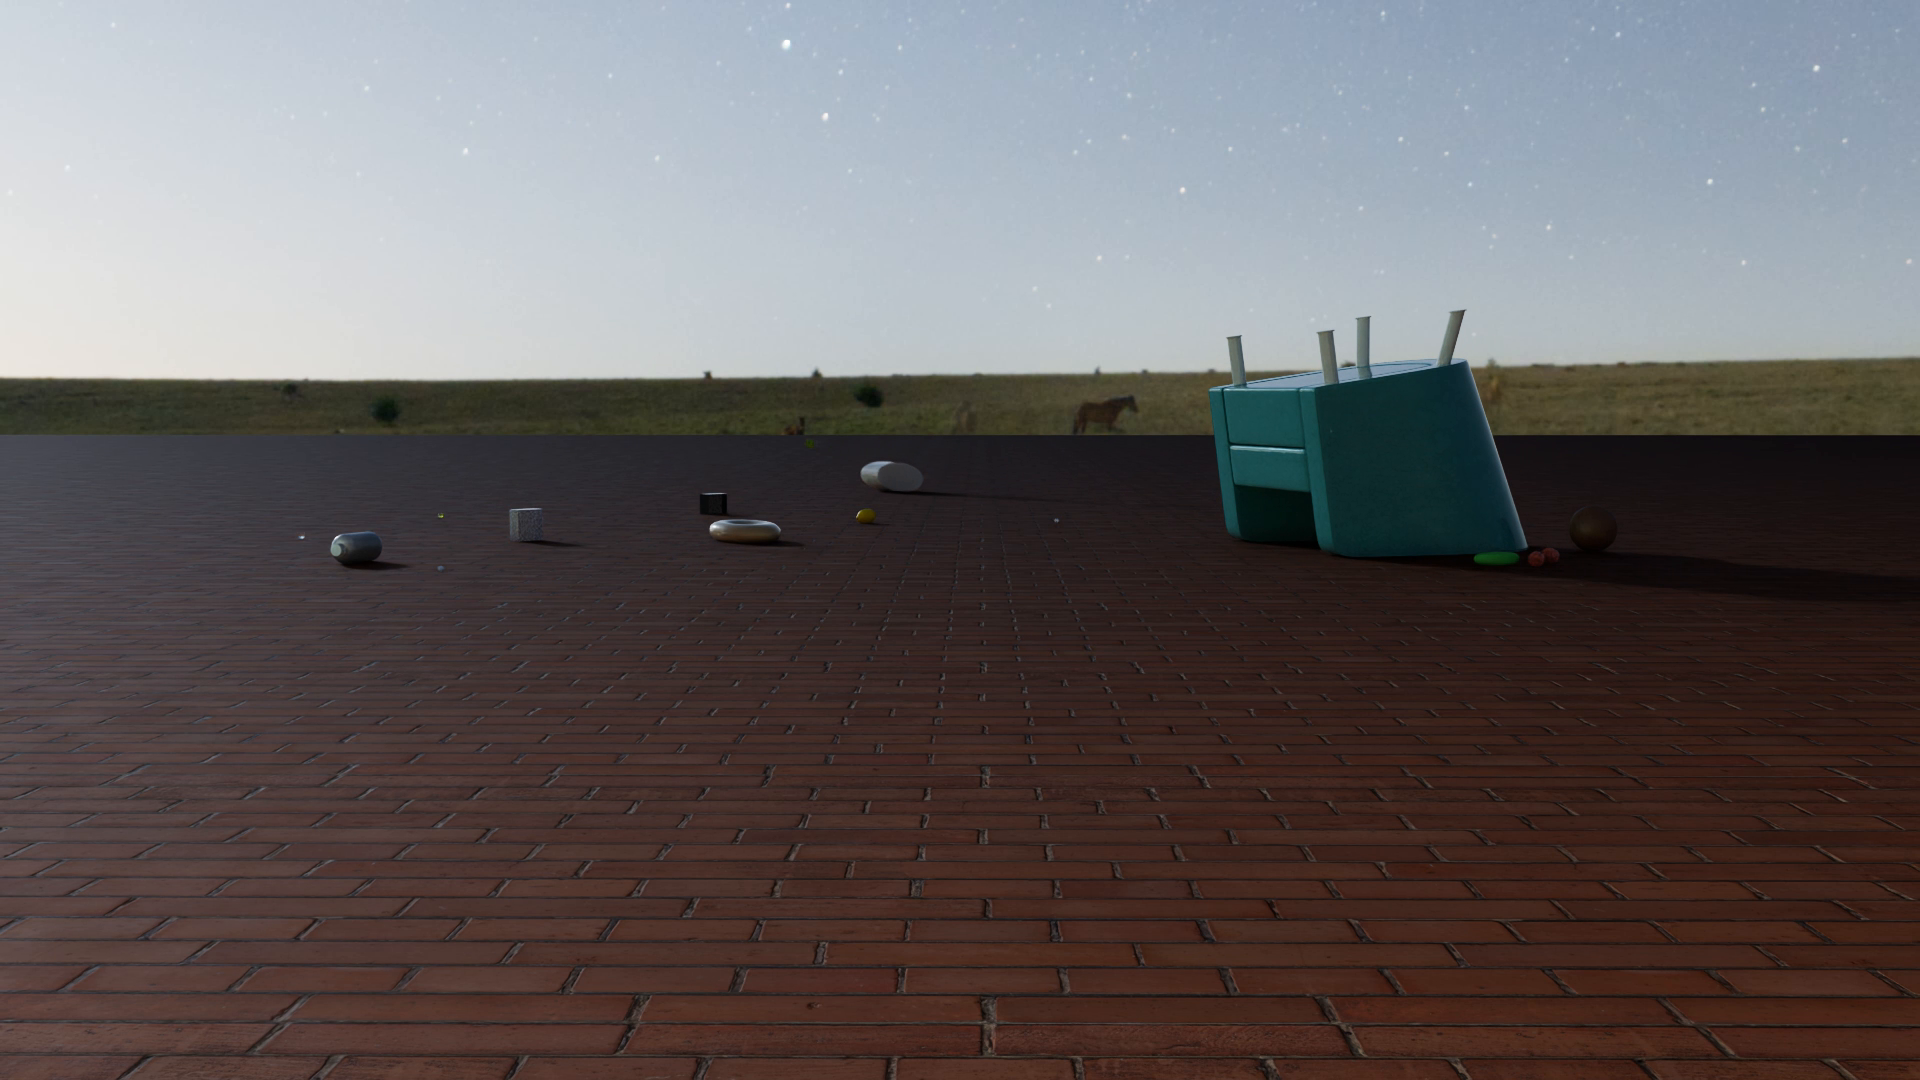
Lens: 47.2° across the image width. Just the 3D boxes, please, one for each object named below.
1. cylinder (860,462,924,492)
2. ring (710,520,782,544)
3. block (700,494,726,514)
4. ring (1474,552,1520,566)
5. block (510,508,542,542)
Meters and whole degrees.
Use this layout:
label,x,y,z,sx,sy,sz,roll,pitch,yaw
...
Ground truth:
label,x,y,z,sx,sy,sz,roll,pitch,yaw
cylinder,-0.299,-0.279,9.664,0.223,0.127,0.179,7,0,-27
ring,-0.637,-0.025,6.514,0.181,0.056,0.322,-4,6,-30
block,-0.888,-0.130,7.916,0.050,0.072,0.084,4,5,42
ring,1.371,0.048,5.619,0.126,0.031,0.066,-2,6,-15
block,-1.287,-0.045,6.525,0.045,0.093,0.086,4,6,45
